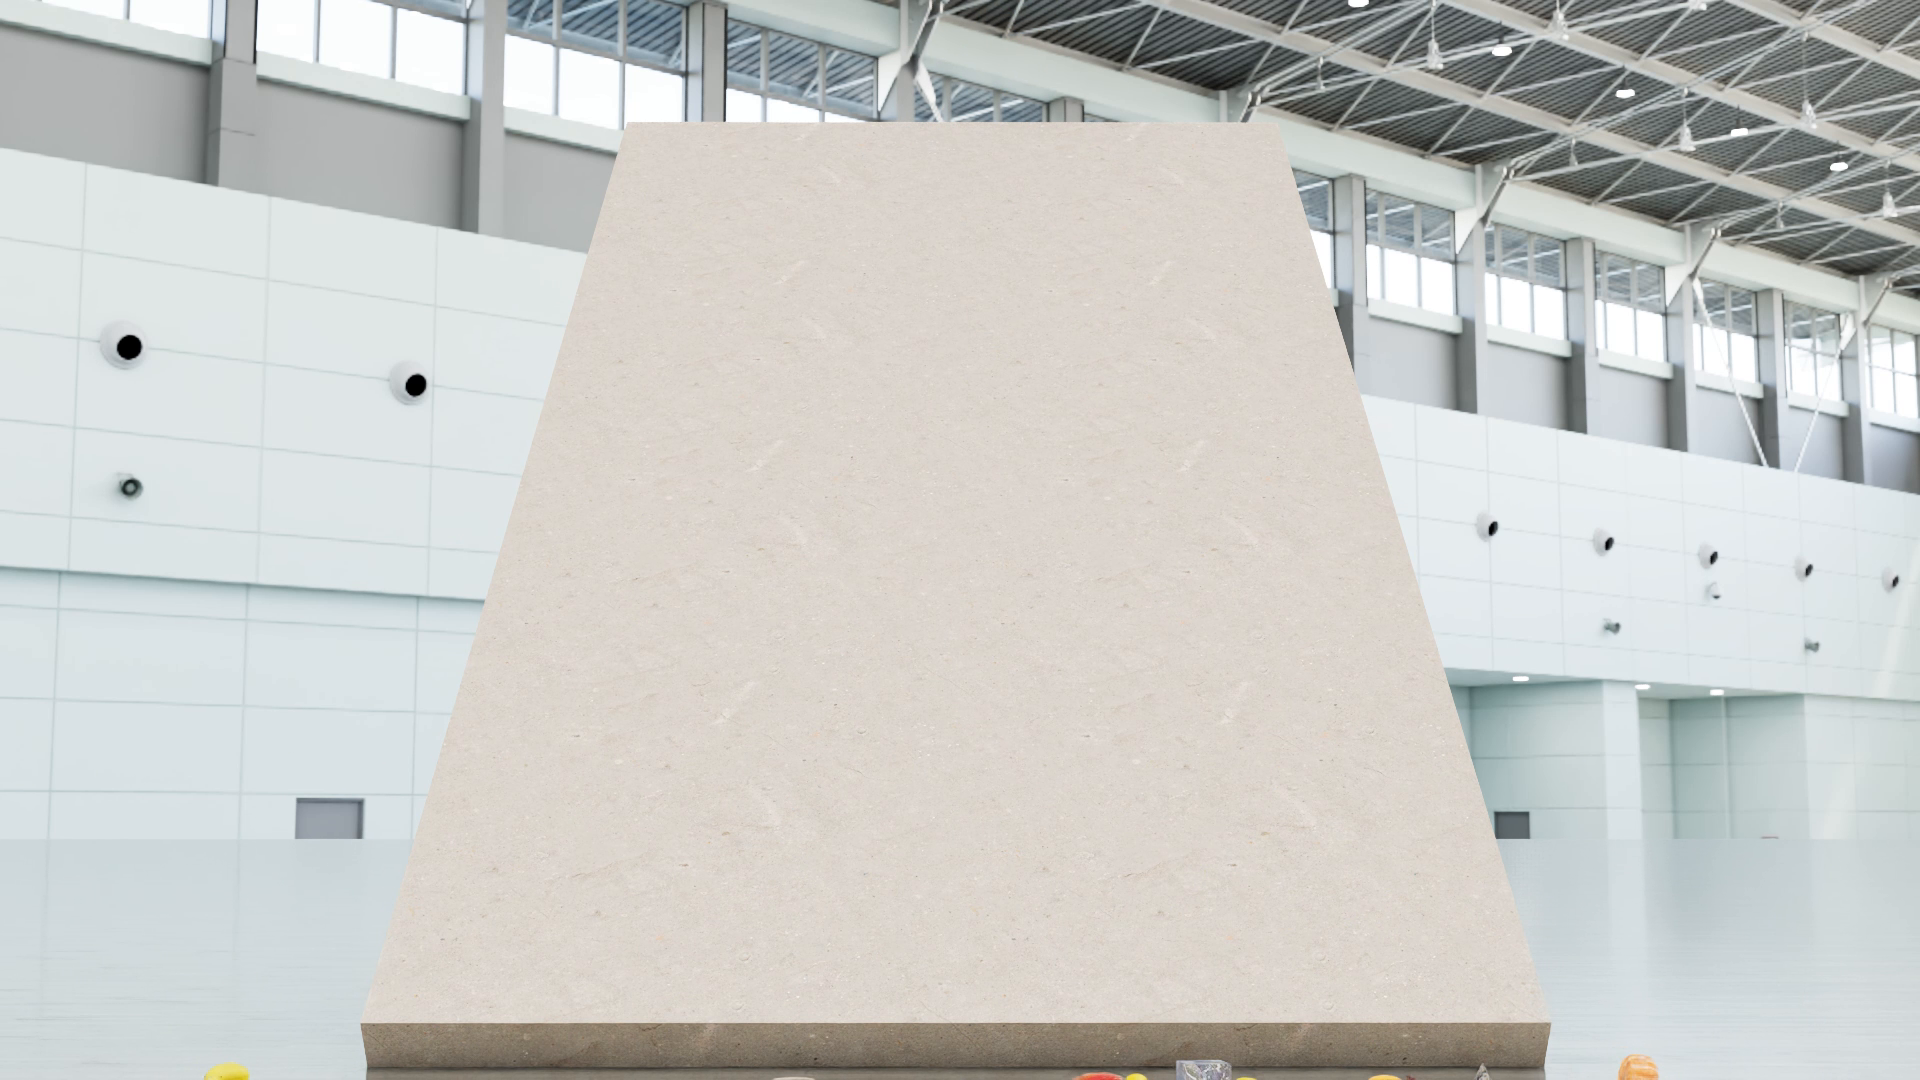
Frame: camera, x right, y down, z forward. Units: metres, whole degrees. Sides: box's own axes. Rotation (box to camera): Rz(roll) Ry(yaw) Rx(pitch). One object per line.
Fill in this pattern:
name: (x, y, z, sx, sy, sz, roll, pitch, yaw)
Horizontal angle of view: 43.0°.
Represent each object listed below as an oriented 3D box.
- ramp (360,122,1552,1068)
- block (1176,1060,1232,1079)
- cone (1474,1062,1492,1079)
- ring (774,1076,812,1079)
ramp: (-0.015, -0.195, 5.824, 2.000, 0.100, 4.000, 0, 32, 0)
block: (0.352, 0.788, 3.528, 0.065, 0.065, 0.065, 1, -7, -9)
cone: (0.792, 0.816, 3.694, 0.050, 0.050, 0.050, 0, -7, 0)
ring: (-0.253, 0.823, 3.661, 0.084, 0.028, 0.084, -1, -6, 0)
